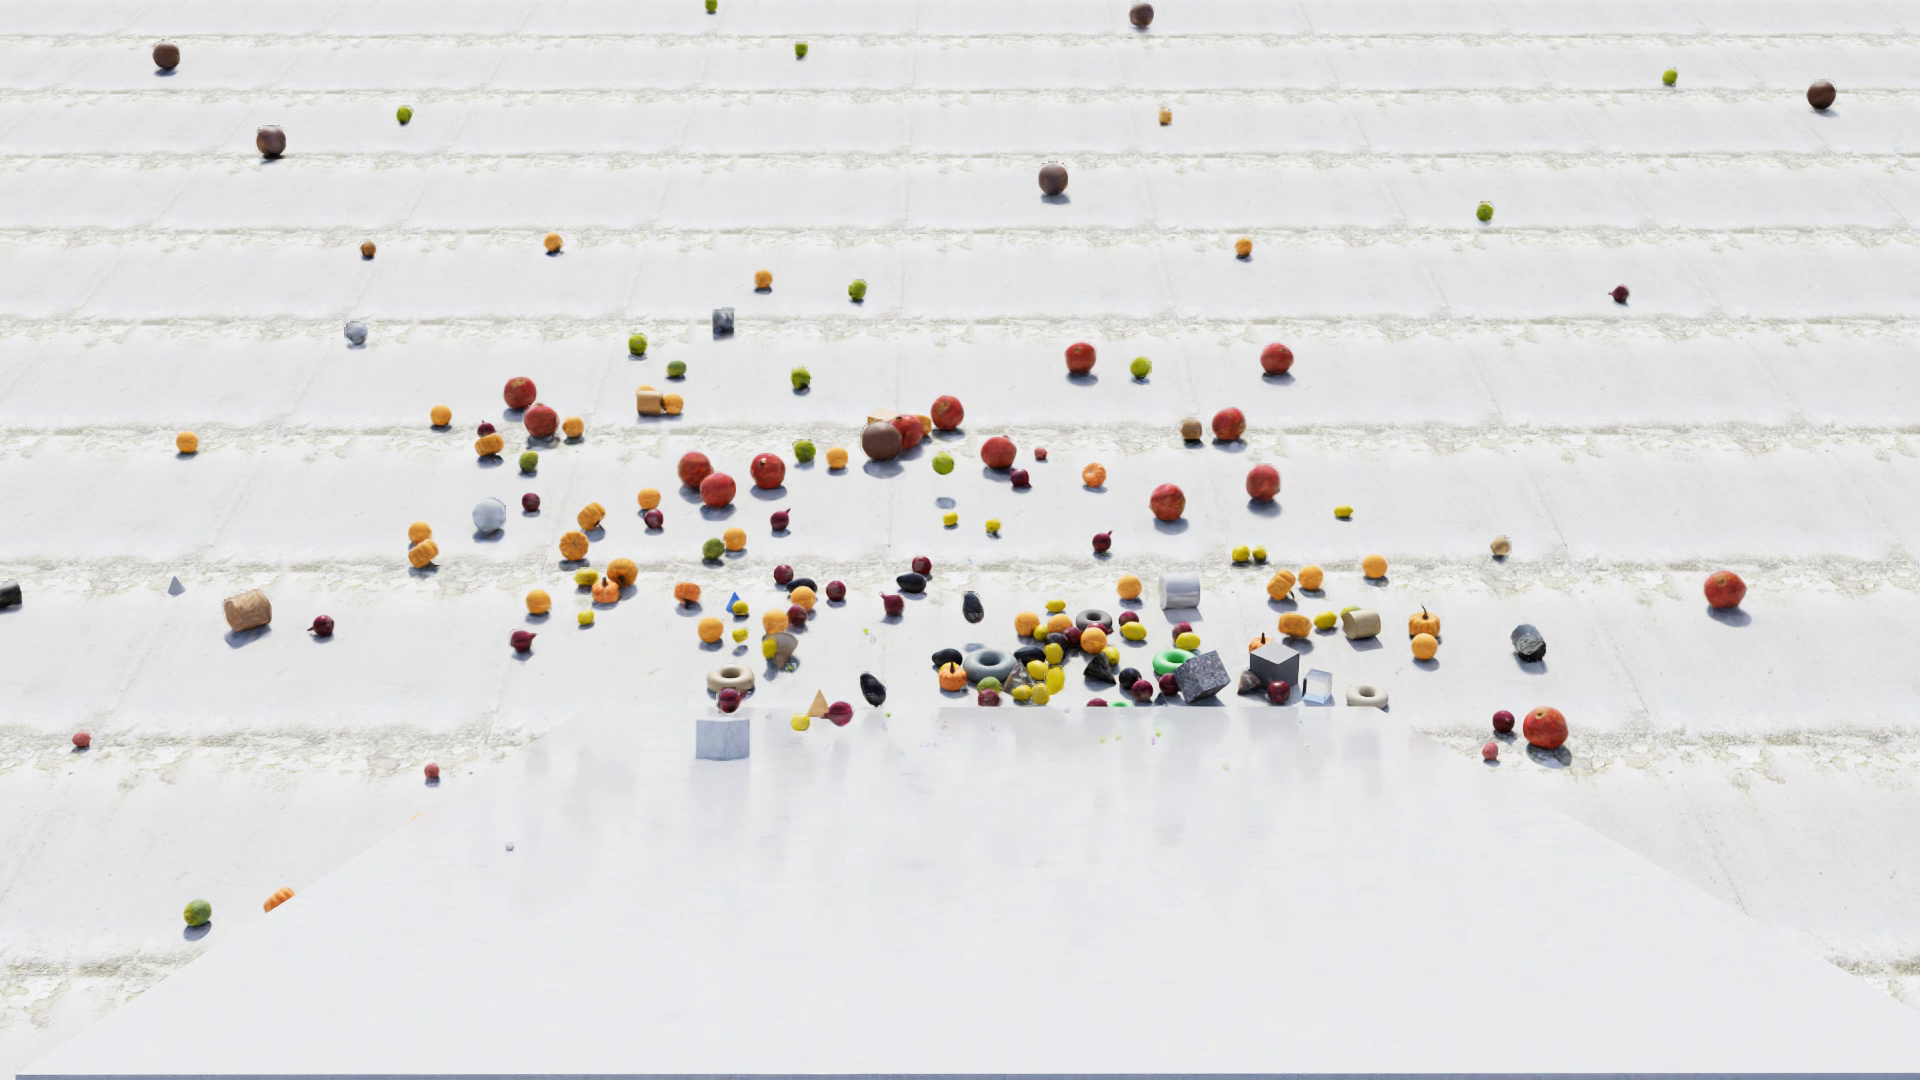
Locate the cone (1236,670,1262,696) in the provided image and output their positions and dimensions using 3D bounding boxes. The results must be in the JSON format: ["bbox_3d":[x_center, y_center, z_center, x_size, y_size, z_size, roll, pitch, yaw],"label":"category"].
[{"bbox_3d":[0.751,0.388,6.816,0.065,0.065,0.065,25,62,41],"label":"cone"}]

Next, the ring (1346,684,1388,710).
[{"bbox_3d":[1.067,0.412,6.758,0.112,0.037,0.112,-1,27,0],"label":"ring"}]

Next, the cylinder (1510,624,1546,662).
[{"bbox_3d":[1.540,0.280,6.985,0.078,0.078,0.078,-2,26,-4],"label":"cylinder"}]

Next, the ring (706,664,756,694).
[{"bbox_3d":[-0.608,0.369,6.840,0.130,0.043,0.130,1,24,0],"label":"ring"}]

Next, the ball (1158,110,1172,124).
[{"bbox_3d":[0.917,-1.894,11.531,0.064,0.064,0.064,0,26,0],"label":"ball"}]

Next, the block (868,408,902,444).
[{"bbox_3d":[-0.243,-0.368,8.334,0.080,0.080,0.080,16,30,30],"label":"block"}]

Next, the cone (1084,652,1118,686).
[{"bbox_3d":[0.388,0.358,6.869,0.086,0.086,0.086,43,43,19],"label":"cone"}]

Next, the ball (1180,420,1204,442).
[{"bbox_3d":[0.748,-0.354,8.314,0.071,0.071,0.071,0,26,0],"label":"ball"}]

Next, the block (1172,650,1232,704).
[{"bbox_3d":[0.633,0.359,6.758,0.094,0.094,0.094,-16,72,-30],"label":"block"}]

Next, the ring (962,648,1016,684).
[{"bbox_3d":[0.080,0.338,6.898,0.149,0.050,0.149,-2,27,1],"label":"ring"}]

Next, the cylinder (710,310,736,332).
[{"bbox_3d":[-0.844,-0.780,9.194,0.078,0.078,0.078,5,24,-15],"label":"cylinder"}]

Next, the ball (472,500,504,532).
[{"bbox_3d":[-1.408,-0.074,7.702,0.096,0.096,0.096,0,26,0],"label":"ball"}]

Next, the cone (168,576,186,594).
[{"bbox_3d":[-2.235,0.121,7.346,0.052,0.052,0.052,0,26,0],"label":"cone"}]

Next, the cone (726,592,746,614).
[{"bbox_3d":[-0.632,0.168,7.244,0.057,0.057,0.057,0,26,0],"label":"cone"}]

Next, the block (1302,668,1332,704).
[{"bbox_3d":[0.941,0.384,6.789,0.061,0.061,0.061,12,28,24],"label":"block"}]

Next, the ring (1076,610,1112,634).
[{"bbox_3d":[0.372,0.225,7.150,0.104,0.035,0.104,1,27,0],"label":"ring"}]

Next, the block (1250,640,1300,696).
[{"bbox_3d":[0.834,0.339,6.843,0.094,0.094,0.094,-23,34,-40],"label":"block"}]

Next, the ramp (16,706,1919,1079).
[{"bbox_3d":[0.058,0.528,4.565,2.000,0.100,4.000,0,2,0],"label":"ramp"}]

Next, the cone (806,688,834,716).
[{"bbox_3d":[-0.345,0.397,6.336,0.069,0.069,0.069,0,2,0],"label":"cone"}]

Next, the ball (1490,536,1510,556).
[{"bbox_3d":[1.583,0.019,7.556,0.055,0.055,0.055,0,26,0],"label":"ball"}]

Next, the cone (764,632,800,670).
[{"bbox_3d":[-0.485,0.314,6.955,0.095,0.095,0.095,1,52,2],"label":"cone"}]

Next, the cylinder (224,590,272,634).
[{"bbox_3d":[-1.968,0.198,7.136,0.095,0.095,0.095,-22,33,-38],"label":"cylinder"}]

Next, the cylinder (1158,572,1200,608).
[{"bbox_3d":[0.617,0.141,7.252,0.098,0.098,0.098,-4,26,-8],"label":"cylinder"}]

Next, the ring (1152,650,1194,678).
[{"bbox_3d":[0.579,0.333,6.917,0.128,0.043,0.128,1,25,-1],"label":"ring"}]

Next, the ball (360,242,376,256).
[{"bbox_3d":[-2.277,-1.120,9.924,0.059,0.059,0.059,0,26,0],"label":"ball"}]

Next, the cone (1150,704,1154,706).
[{"bbox_3d":[0.502,0.461,6.670,0.054,0.054,0.054,44,43,19],"label":"cone"}]

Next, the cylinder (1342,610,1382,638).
[{"bbox_3d":[1.106,0.230,7.091,0.076,0.076,0.076,-2,24,-25],"label":"cylinder"}]

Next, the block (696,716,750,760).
[{"bbox_3d":[-0.497,0.416,5.410,0.080,0.080,0.080,1,2,37],"label":"block"}]

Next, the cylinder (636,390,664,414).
[{"bbox_3d":[-1.021,-0.453,8.513,0.077,0.077,0.077,2,26,5],"label":"cylinder"}]

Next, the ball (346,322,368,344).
[{"bbox_3d":[-2.124,-0.729,9.090,0.076,0.076,0.076,0,26,0],"label":"ball"}]

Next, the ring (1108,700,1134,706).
[{"bbox_3d":[0.417,0.442,6.709,0.077,0.026,0.077,-1,26,0],"label":"ring"}]

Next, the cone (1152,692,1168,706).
[{"bbox_3d":[0.521,0.419,6.718,0.058,0.058,0.058,0,26,0],"label":"cone"}]

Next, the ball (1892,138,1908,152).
[{"bbox_3d":[4.059,-1.701,11.134,0.060,0.060,0.060,0,26,0],"label":"ball"}]

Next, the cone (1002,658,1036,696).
[{"bbox_3d":[0.157,0.352,6.820,0.091,0.091,0.091,0,26,0],"label":"cone"}]
